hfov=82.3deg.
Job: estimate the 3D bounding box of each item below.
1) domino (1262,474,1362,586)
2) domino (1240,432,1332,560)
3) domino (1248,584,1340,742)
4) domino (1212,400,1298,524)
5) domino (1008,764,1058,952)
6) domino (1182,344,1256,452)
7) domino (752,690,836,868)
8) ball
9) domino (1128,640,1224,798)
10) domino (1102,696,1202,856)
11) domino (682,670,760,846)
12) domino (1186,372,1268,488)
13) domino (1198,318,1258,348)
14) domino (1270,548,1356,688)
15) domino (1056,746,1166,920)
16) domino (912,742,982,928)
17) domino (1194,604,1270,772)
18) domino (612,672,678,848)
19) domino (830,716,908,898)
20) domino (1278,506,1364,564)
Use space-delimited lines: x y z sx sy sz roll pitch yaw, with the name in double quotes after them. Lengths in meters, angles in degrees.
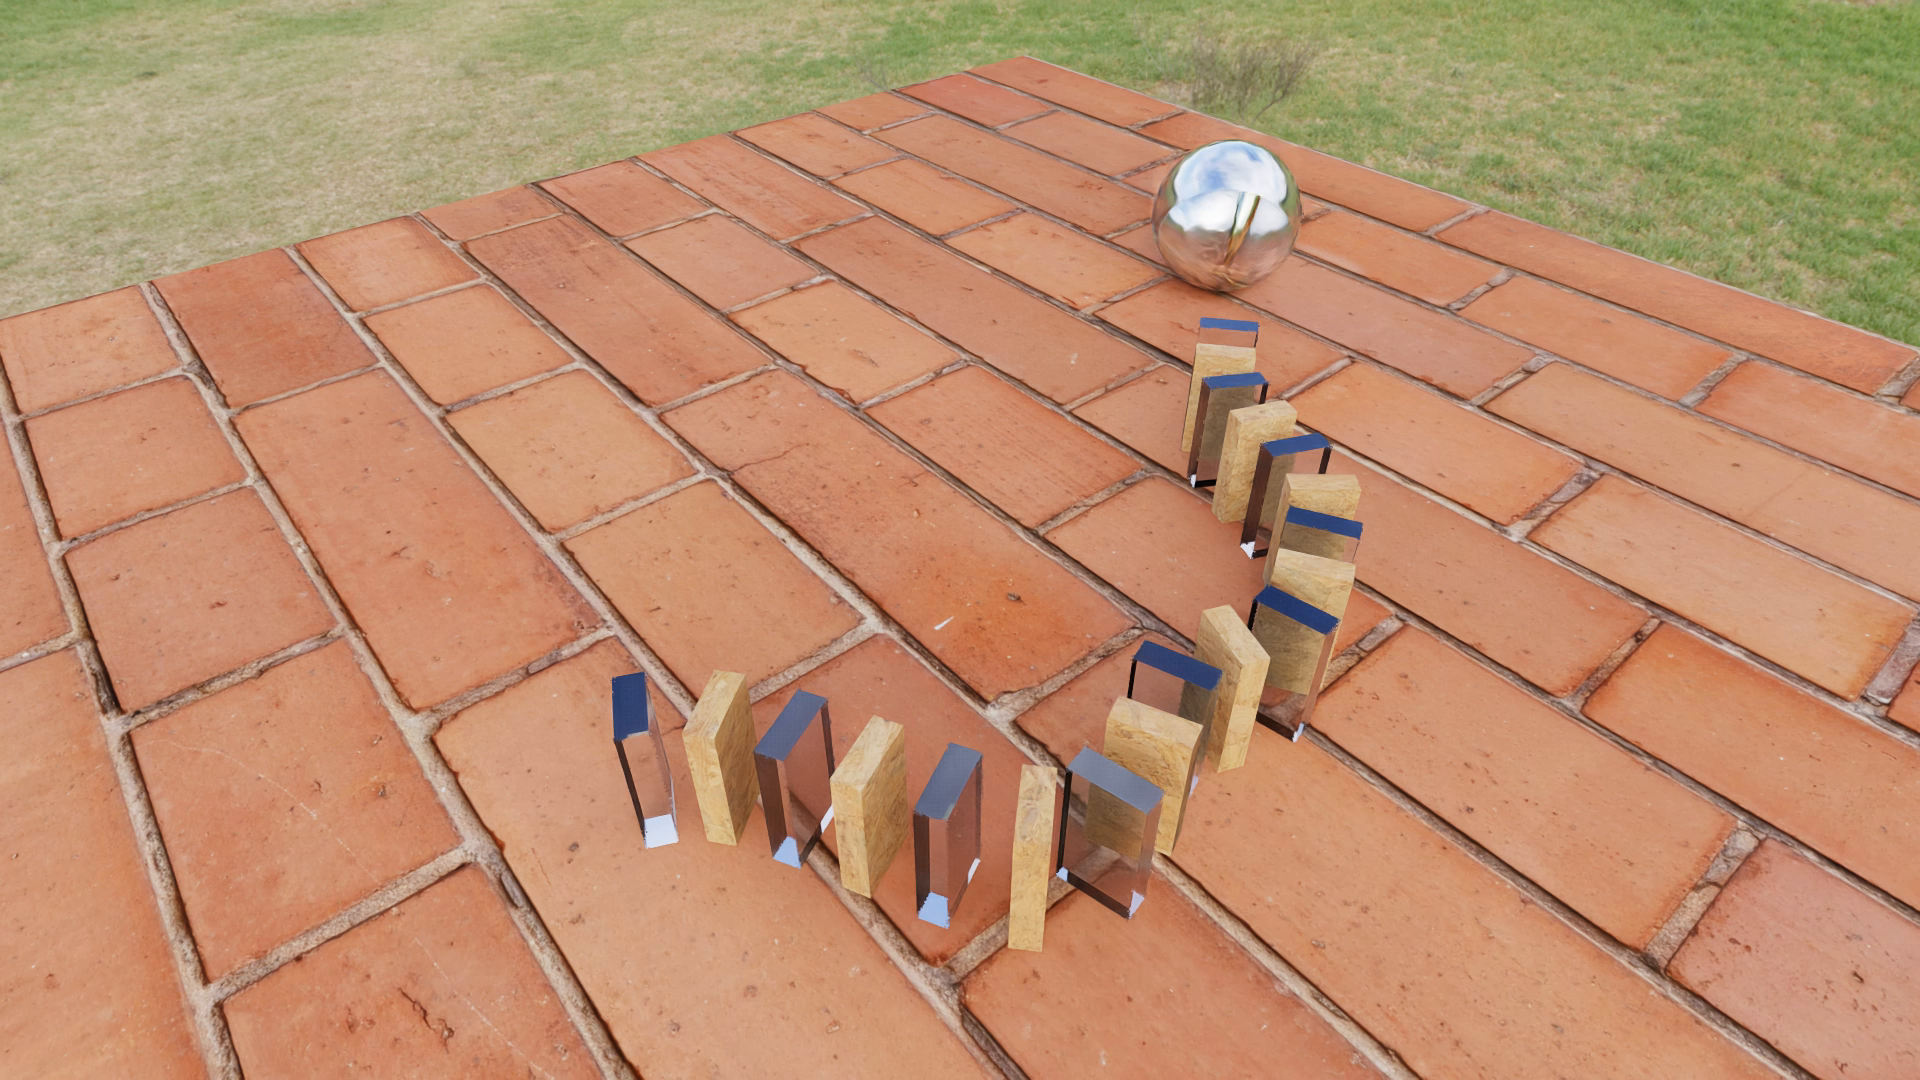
0.131 -0.002 0.414 0.025 0.050 0.009 1 39 1 "domino"
0.127 -0.017 0.432 0.025 0.050 0.009 -11 41 -13 "domino"
0.106 0.041 0.361 0.025 0.050 0.009 29 47 31 "domino"
0.120 -0.031 0.450 0.025 0.050 0.010 -12 41 -14 "domino"
0.020 0.088 0.304 0.009 0.050 0.025 5 40 6 "domino"
0.114 -0.062 0.487 0.025 0.050 0.009 7 40 8 "domino"
-0.047 0.071 0.325 0.009 0.050 0.025 15 42 18 "domino"
0.146 -0.178 0.605 0.080 0.080 0.080 0 39 0 "ball"
0.065 0.056 0.343 0.025 0.050 0.009 21 44 24 "domino"
0.055 0.070 0.325 0.025 0.050 0.009 18 43 21 "domino"
-0.070 0.066 0.331 0.009 0.050 0.025 7 40 9 "domino"
0.113 -0.046 0.468 0.025 0.050 0.010 -6 40 -8 "domino"
0.120 -0.076 0.505 0.025 0.050 0.009 7 40 8 "domino"
0.117 0.028 0.378 0.025 0.050 0.009 13 41 15 "domino"
0.041 0.083 0.310 0.025 0.050 0.009 26 46 28 "domino"
-0.003 0.084 0.309 0.010 0.050 0.025 15 42 17 "domino"
0.084 0.048 0.353 0.010 0.050 0.025 -12 41 -14 "domino"
-0.094 0.067 0.330 0.009 0.050 0.025 -10 40 -12 "domino"
-0.025 0.077 0.317 0.009 0.050 0.025 16 42 19 "domino"
0.126 0.013 0.395 0.025 0.050 0.010 15 42 17 "domino"
